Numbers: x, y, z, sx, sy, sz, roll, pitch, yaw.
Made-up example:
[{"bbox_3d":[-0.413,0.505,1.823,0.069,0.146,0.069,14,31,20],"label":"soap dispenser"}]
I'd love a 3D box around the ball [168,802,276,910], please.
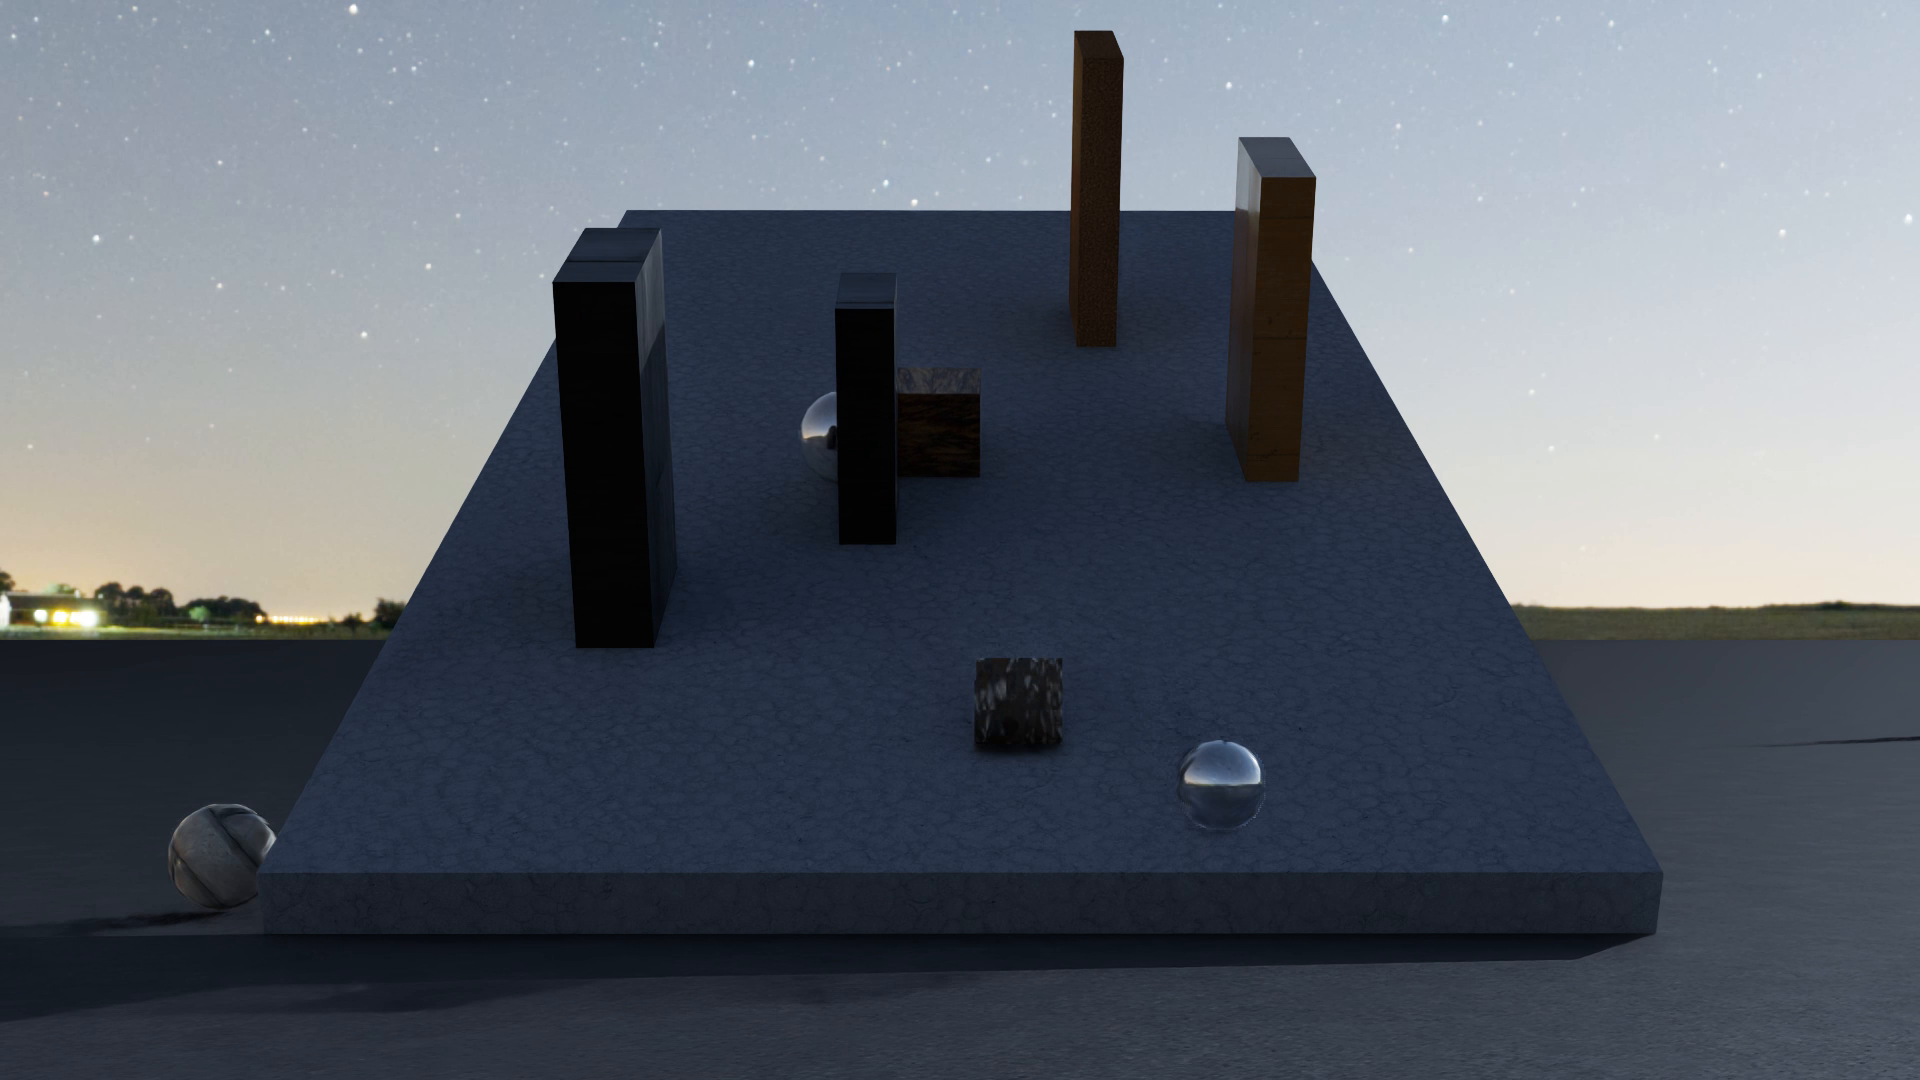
[{"bbox_3d":[-1.143,0.490,3.556,0.164,0.164,0.164,0,-2,0],"label":"ball"}]

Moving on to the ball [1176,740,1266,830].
[{"bbox_3d":[0.383,0.359,3.368,0.131,0.131,0.131,0,-2,0],"label":"ball"}]

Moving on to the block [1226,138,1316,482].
[{"bbox_3d":[0.648,-0.490,4.819,0.109,0.639,0.386,0,22,0],"label":"block"}]

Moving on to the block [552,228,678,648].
[{"bbox_3d":[-0.598,-0.184,4.022,0.135,0.654,0.364,0,22,0],"label":"block"}]

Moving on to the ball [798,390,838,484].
[{"bbox_3d":[-0.236,-0.211,4.715,0.195,0.195,0.195,0,-2,0],"label":"ball"}]

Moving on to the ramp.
[{"bbox_3d":[-0.006,-0.219,5.135,2.000,0.100,4.000,0,22,0],"label":"ramp"}]

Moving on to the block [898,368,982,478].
[{"bbox_3d":[-0.048,-0.249,4.827,0.182,0.182,0.182,1,22,1],"label":"block"}]

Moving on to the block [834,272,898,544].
[{"bbox_3d":[-0.178,-0.257,4.456,0.109,0.471,0.255,0,22,0],"label":"block"}]

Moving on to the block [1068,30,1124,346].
[{"bbox_3d":[0.336,-0.879,5.706,0.097,0.706,0.404,0,22,0],"label":"block"}]
